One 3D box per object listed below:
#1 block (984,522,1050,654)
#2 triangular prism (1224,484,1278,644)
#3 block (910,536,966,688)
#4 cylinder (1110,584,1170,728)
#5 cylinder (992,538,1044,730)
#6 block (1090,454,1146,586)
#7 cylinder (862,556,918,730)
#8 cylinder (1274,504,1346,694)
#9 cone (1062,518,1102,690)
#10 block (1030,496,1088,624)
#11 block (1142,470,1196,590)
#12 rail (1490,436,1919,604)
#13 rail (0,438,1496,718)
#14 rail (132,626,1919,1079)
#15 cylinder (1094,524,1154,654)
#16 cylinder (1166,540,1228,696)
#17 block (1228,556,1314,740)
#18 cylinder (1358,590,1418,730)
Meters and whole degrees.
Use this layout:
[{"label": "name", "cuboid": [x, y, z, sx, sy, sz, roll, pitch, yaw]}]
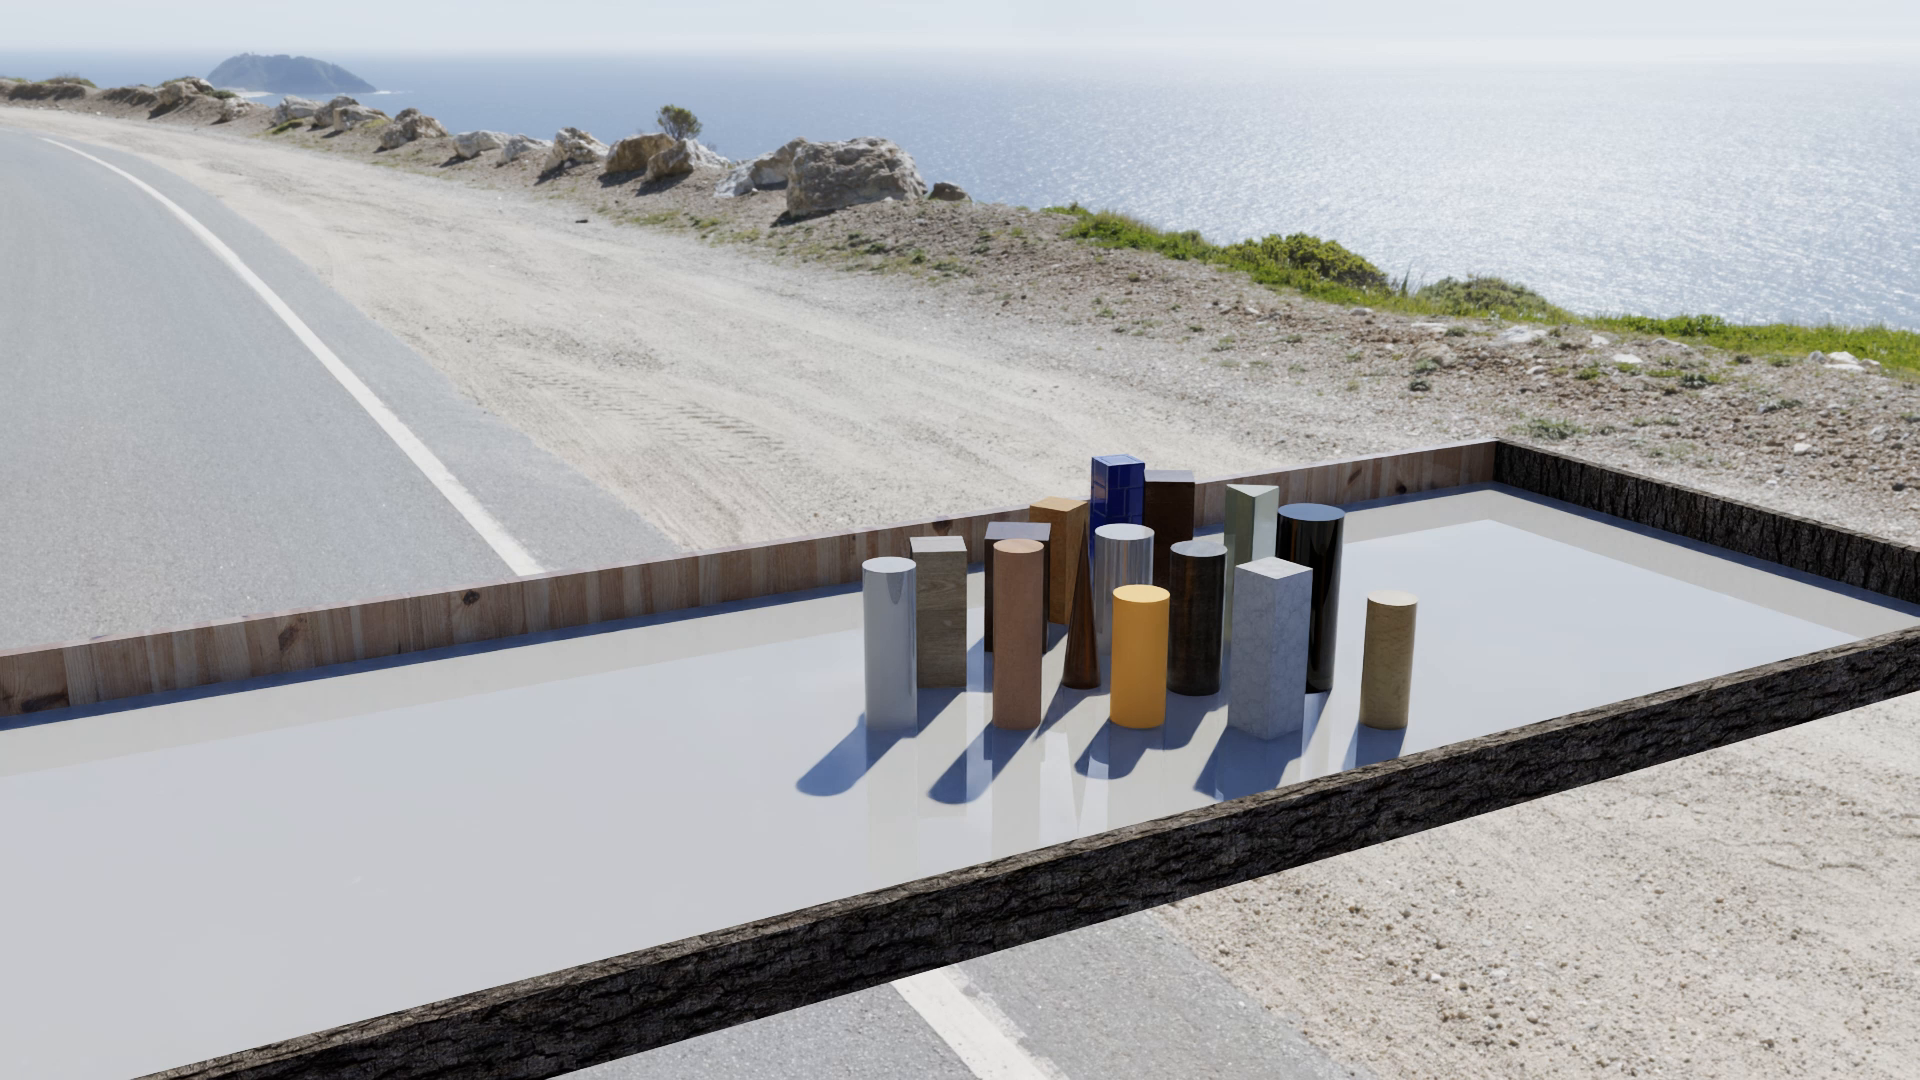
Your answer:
[{"label": "block", "cuboid": [0.153, 0.125, 4.380, 0.165, 0.310, 0.165, 1, 16, 5]}, {"label": "triangular prism", "cuboid": [0.745, 0.071, 4.352, 0.116, 0.430, 0.134, 12, 20, 36]}, {"label": "block", "cuboid": [-0.055, 0.179, 4.119, 0.131, 0.353, 0.131, -2, 16, -5]}, {"label": "cylinder", "cuboid": [0.421, 0.273, 3.874, 0.131, 0.311, 0.131, 0, 16, 0]}, {"label": "cylinder", "cuboid": [0.134, 0.221, 3.838, 0.115, 0.432, 0.115, 0, 16, 0]}, {"label": "block", "cuboid": [0.459, -0.048, 4.833, 0.117, 0.386, 0.117, -6, 17, -20]}, {"label": "cylinder", "cuboid": [-0.163, 0.242, 3.846, 0.124, 0.386, 0.124, 0, 16, 0]}, {"label": "cylinder", "cuboid": [0.856, 0.144, 4.079, 0.162, 0.443, 0.162, 0, 16, 0]}, {"label": "cone", "cuboid": [0.305, 0.151, 4.080, 0.101, 0.428, 0.101, 0, 16, 0]}, {"label": "block", "cuboid": [0.272, 0.056, 4.587, 0.118, 0.325, 0.118, 10, 19, 31]}, {"label": "block", "cuboid": [0.574, 0.017, 4.583, 0.133, 0.403, 0.133, 1, 16, 3]}, {"label": "rail", "cuboid": [2.466, -0.048, 5.253, 0.050, 0.150, 2.100, -9, 18, -27]}, {"label": "rail", "cuboid": [-3.305, 0.497, 3.399, 12.000, 0.150, 0.050, -9, 18, -27]}, {"label": "rail", "cuboid": [-2.336, 1.006, 1.665, 12.000, 0.150, 0.050, -9, 18, -27]}, {"label": "cylinder", "cuboid": [0.430, 0.129, 4.356, 0.155, 0.315, 0.155, 0, 16, 0]}, {"label": "cylinder", "cuboid": [0.582, 0.193, 4.064, 0.137, 0.358, 0.137, 0, 16, 0]}, {"label": "block", "cuboid": [0.716, 0.249, 3.816, 0.125, 0.389, 0.125, -13, 21, -37]}, {"label": "cylinder", "cuboid": [1.001, 0.280, 3.856, 0.114, 0.307, 0.114, 0, 16, 0]}]
